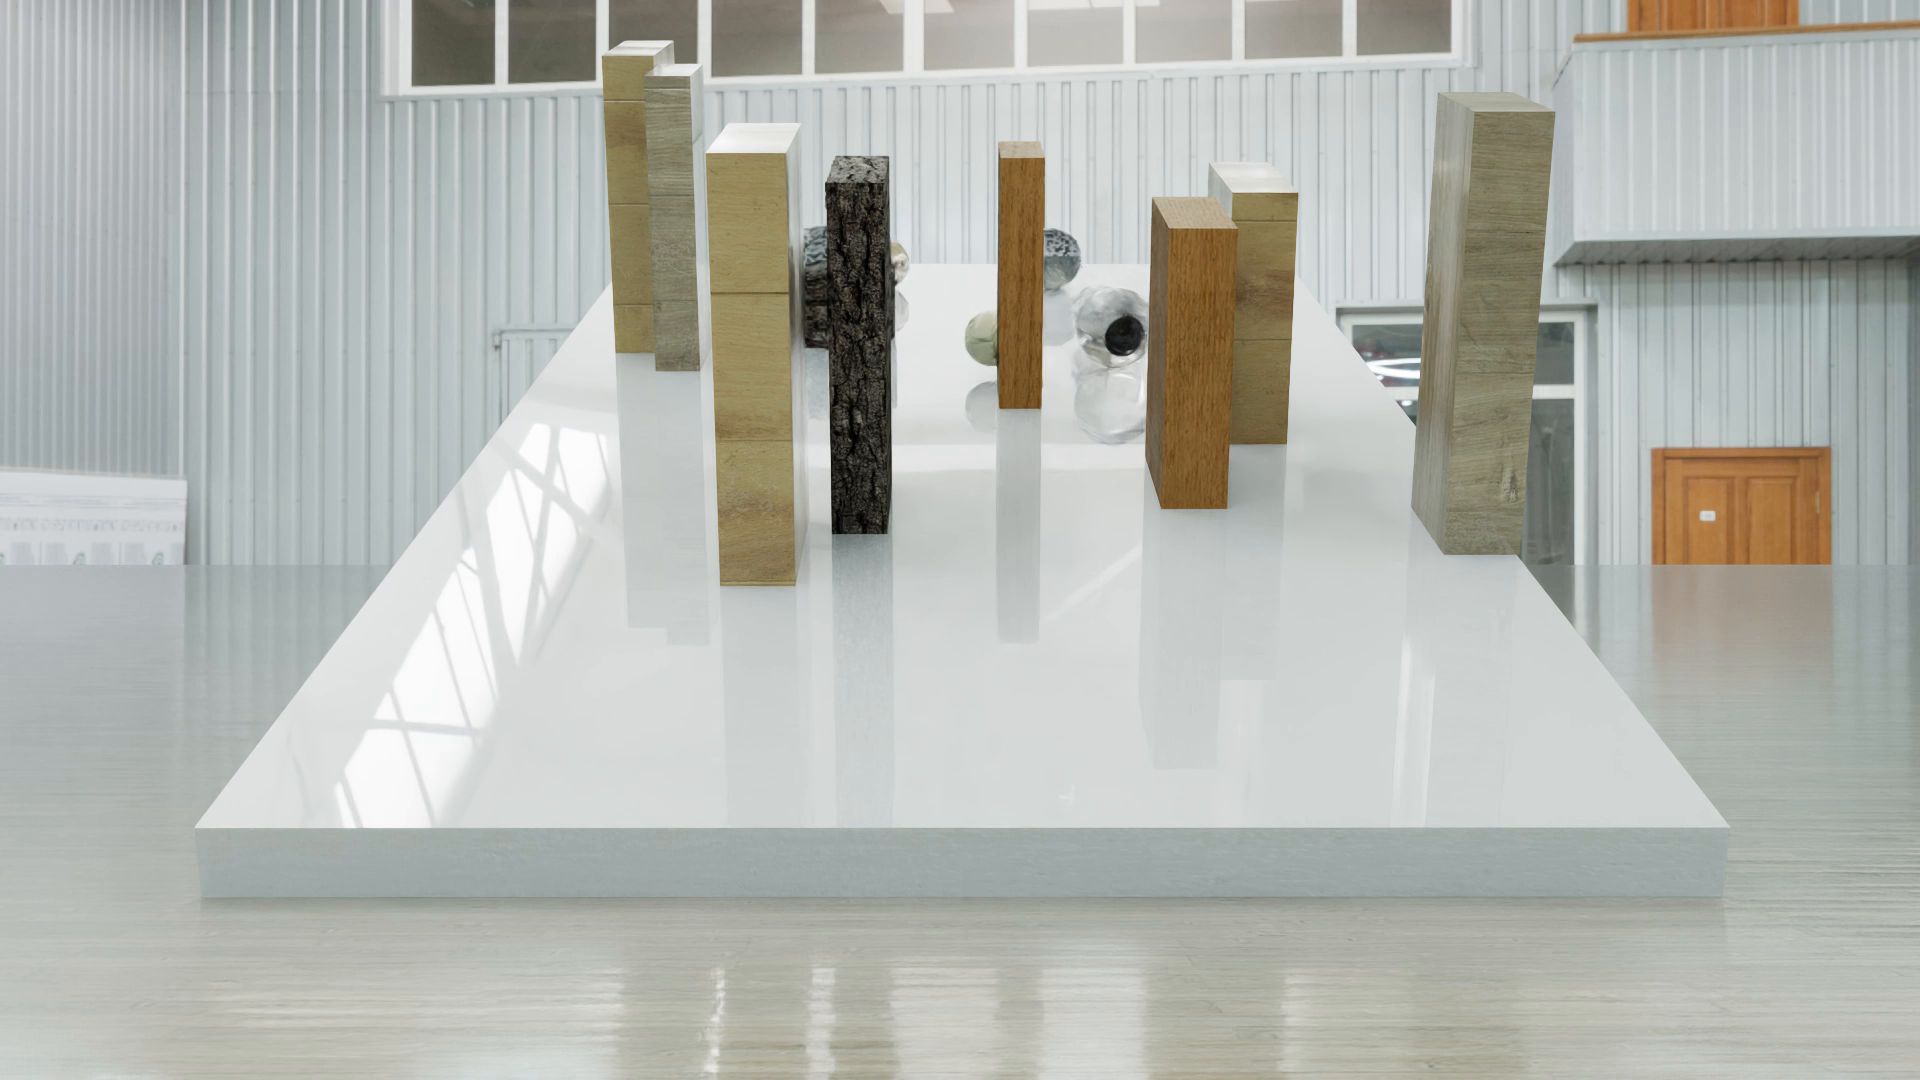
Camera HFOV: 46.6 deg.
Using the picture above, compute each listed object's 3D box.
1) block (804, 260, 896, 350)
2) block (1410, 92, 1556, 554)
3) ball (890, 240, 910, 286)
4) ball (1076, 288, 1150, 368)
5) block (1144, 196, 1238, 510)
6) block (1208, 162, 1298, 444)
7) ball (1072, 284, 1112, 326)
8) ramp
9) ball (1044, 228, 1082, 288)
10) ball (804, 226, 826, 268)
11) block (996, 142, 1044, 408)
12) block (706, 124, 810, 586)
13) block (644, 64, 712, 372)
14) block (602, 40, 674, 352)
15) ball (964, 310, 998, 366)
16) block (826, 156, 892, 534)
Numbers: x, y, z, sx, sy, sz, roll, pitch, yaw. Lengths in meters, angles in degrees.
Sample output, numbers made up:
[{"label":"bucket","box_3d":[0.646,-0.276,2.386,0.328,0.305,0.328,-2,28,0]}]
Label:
[{"label":"block","box_3d":[-0.289,-0.595,5.654,0.190,0.190,0.190,7,19,21]},{"label":"block","box_3d":[0.937,-0.394,4.031,0.137,0.788,0.299,0,18,0]},{"label":"ball","box_3d":[-0.213,-0.786,6.346,0.138,0.138,0.138,0,0,0]},{"label":"ball","box_3d":[0.376,-0.513,5.390,0.195,0.195,0.195,0,0,0]},{"label":"block","box_3d":[0.449,-0.374,4.376,0.126,0.541,0.379,0,18,0]},{"label":"block","box_3d":[0.626,-0.525,4.864,0.136,0.534,0.444,0,18,0]},{"label":"ball","box_3d":[0.356,-0.581,5.692,0.142,0.142,0.142,0,0,0]},{"label":"ramp","box_3d":[-0.003,-0.181,4.825,2.000,0.100,4.000,0,18,0]},{"label":"ball","box_3d":[0.262,-0.800,6.339,0.169,0.169,0.169,0,0,0]},{"label":"ball","box_3d":[-0.385,-0.761,6.135,0.207,0.207,0.207,0,0,0]},{"label":"block","box_3d":[0.136,-0.606,5.071,0.096,0.562,0.276,0,18,0]},{"label":"block","box_3d":[-0.348,-0.333,3.909,0.130,0.741,0.390,0,18,0]},{"label":"block","box_3d":[-0.679,-0.783,5.402,0.107,0.700,0.283,0,18,0]},{"label":"block","box_3d":[-0.798,-0.875,5.647,0.124,0.727,0.410,0,18,0]},{"label":"ball","box_3d":[0.076,-0.481,5.324,0.133,0.133,0.133,0,0,0]},{"label":"block","box_3d":[-0.186,-0.372,4.189,0.103,0.648,0.347,0,18,0]}]
